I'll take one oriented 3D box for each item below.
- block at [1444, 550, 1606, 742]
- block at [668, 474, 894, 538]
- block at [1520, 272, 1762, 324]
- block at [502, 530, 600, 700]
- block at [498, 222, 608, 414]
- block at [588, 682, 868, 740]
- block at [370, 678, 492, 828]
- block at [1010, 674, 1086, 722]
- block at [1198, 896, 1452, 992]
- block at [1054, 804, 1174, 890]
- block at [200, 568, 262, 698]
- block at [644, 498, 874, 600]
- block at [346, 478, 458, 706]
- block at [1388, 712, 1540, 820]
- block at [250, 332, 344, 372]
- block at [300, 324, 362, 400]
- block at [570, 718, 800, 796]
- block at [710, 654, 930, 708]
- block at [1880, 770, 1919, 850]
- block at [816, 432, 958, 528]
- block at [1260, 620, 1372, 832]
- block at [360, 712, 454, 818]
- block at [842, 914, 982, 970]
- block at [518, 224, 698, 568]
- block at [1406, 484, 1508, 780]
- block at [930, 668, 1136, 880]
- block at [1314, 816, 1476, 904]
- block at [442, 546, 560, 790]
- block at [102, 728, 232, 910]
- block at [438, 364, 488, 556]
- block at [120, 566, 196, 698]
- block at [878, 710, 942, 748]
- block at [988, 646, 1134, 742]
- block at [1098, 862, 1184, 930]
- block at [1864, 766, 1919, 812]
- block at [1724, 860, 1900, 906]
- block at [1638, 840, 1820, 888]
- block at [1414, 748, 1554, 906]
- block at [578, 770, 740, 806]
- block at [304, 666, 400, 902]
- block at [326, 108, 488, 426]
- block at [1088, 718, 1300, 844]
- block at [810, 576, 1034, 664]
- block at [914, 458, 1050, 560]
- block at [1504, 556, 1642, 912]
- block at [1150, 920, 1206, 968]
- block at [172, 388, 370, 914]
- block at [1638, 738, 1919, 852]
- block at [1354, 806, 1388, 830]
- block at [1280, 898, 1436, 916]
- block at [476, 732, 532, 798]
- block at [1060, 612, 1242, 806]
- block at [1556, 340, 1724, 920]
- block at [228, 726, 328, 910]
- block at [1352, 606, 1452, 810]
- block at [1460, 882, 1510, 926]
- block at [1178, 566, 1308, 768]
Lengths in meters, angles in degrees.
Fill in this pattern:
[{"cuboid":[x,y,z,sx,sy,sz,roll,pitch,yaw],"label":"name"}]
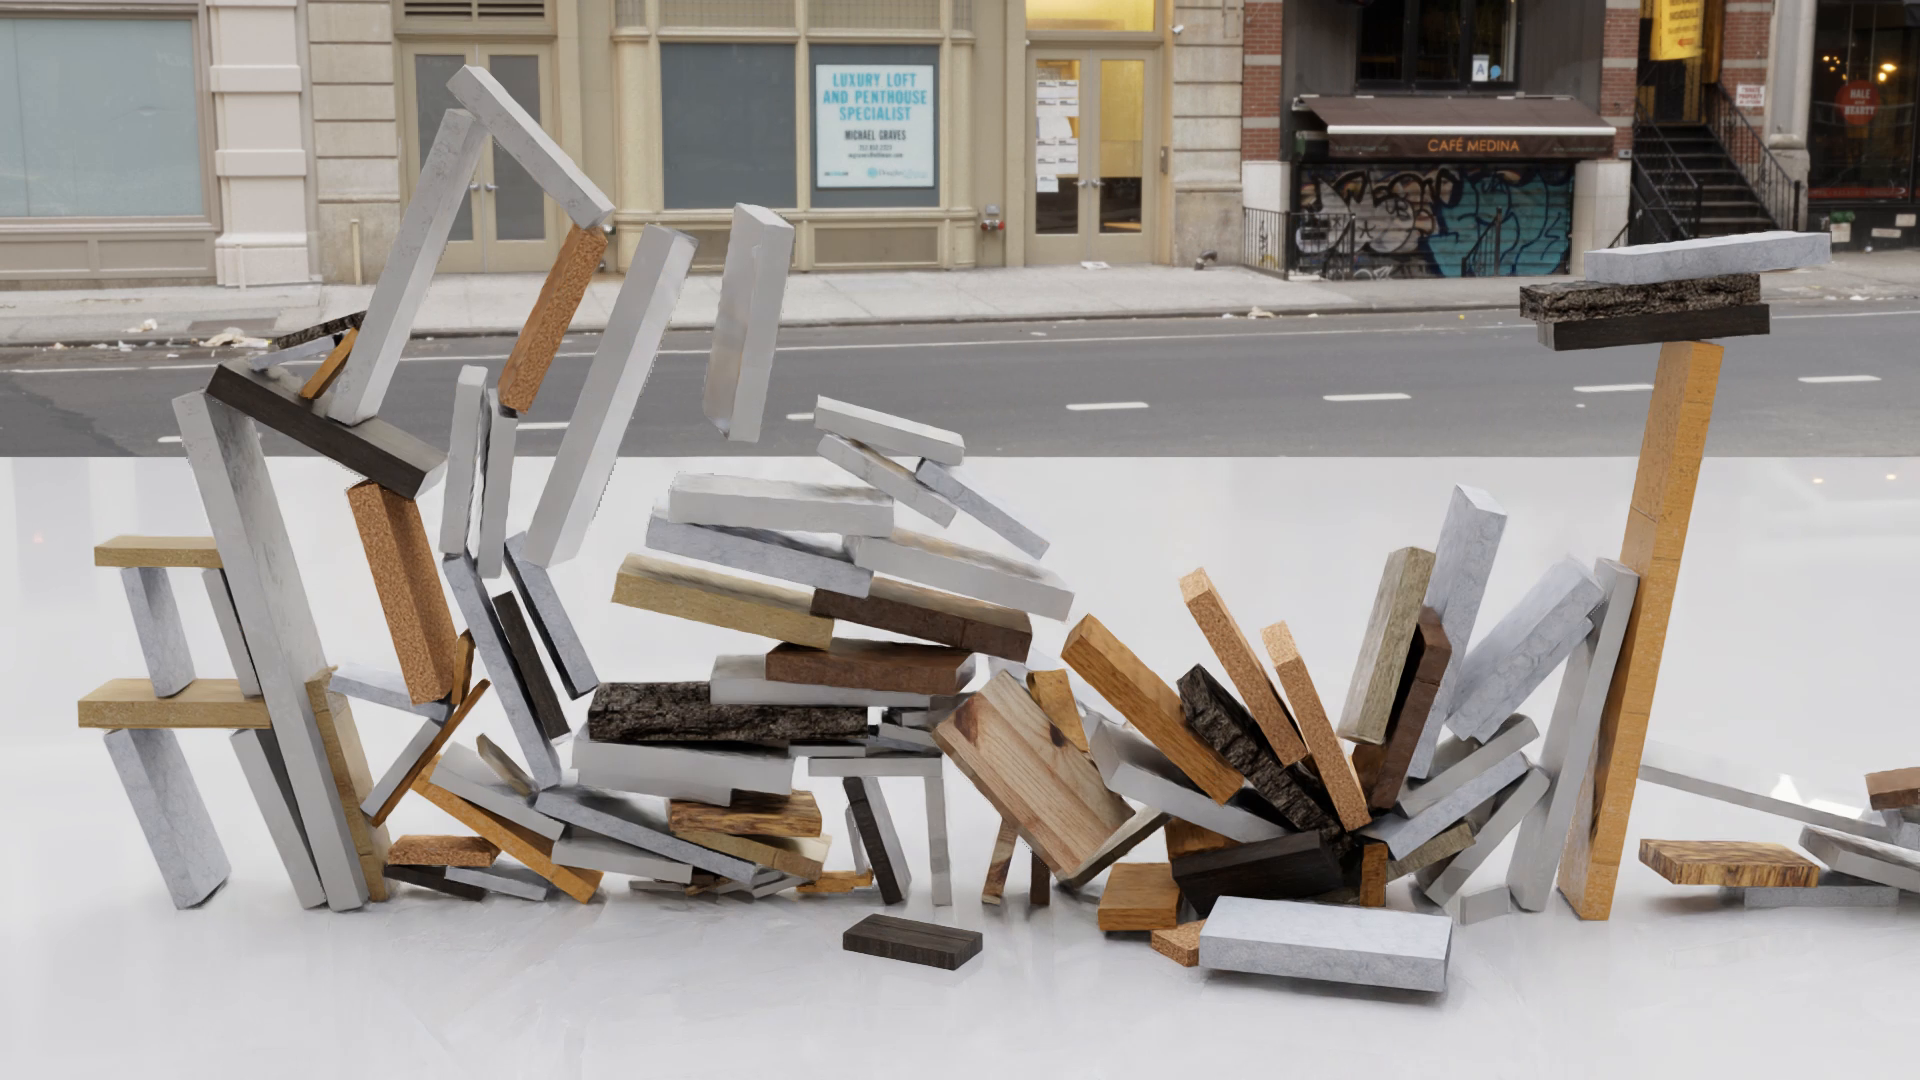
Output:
[{"cuboid":[0.903,0.170,3.566,0.046,0.325,0.162,39,15,-5],"label":"block"},{"cuboid":[-0.281,-0.056,3.515,0.349,0.049,0.175,4,10,-3],"label":"block"},{"cuboid":[1.069,-0.386,3.470,0.331,0.047,0.166,-5,10,2],"label":"block"},{"cuboid":[-0.677,0.127,3.625,0.039,0.277,0.139,-26,-2,-17],"label":"block"},{"cuboid":[-0.651,-0.360,3.506,0.043,0.302,0.151,24,10,-19],"label":"block"},{"cuboid":[-0.377,0.279,3.614,0.446,0.050,0.177,0,11,-4],"label":"block"},{"cuboid":[-0.874,0.351,3.628,0.016,0.298,0.057,38,8,-6],"label":"block"},{"cuboid":[0.132,0.288,3.691,0.143,0.072,0.020,26,27,-9],"label":"block"},{"cuboid":[0.551,0.604,3.304,0.356,0.050,0.178,3,11,16],"label":"block"},{"cuboid":[0.287,0.499,3.729,0.283,0.020,0.072,-33,12,-20],"label":"block"},{"cuboid":[-1.170,0.140,3.585,0.030,0.214,0.107,-15,10,3],"label":"block"},{"cuboid":[-0.325,0.012,3.554,0.359,0.051,0.180,14,9,-9],"label":"block"},{"cuboid":[-0.894,0.071,3.570,0.051,0.359,0.180,-14,10,2],"label":"block"},{"cuboid":[0.812,0.366,3.617,0.260,0.037,0.130,-31,8,-8],"label":"block"},{"cuboid":[-1.054,-0.300,3.503,0.138,0.020,0.069,-15,9,2],"label":"block"},{"cuboid":[-0.994,-0.284,3.508,0.020,0.138,0.069,41,8,-6],"label":"block"},{"cuboid":[-0.445,0.348,3.612,0.355,0.050,0.177,7,11,-1],"label":"block"},{"cuboid":[-0.227,0.231,3.618,0.355,0.044,0.155,1,11,-2],"label":"block"},{"cuboid":[1.740,0.474,3.561,0.463,0.047,0.166,10,25,5],"label":"block"},{"cuboid":[-0.116,-0.103,3.538,0.242,0.034,0.121,30,9,-4],"label":"block"},{"cuboid":[0.566,0.295,3.506,0.044,0.311,0.156,-23,18,6],"label":"block"},{"cuboid":[-0.910,0.363,3.625,0.027,0.193,0.096,38,9,-6],"label":"block"},{"cuboid":[-0.073,0.623,3.415,0.194,0.028,0.097,5,12,26],"label":"block"},{"cuboid":[-0.560,-0.231,3.517,0.049,0.562,0.175,23,7,3],"label":"block"},{"cuboid":[0.783,0.147,3.581,0.050,0.452,0.178,14,14,-1],"label":"block"},{"cuboid":[0.116,0.372,3.493,0.155,0.311,0.044,-40,-7,-24],"label":"block"},{"cuboid":[0.705,0.519,3.632,0.274,0.039,0.137,-25,9,6],"label":"block"},{"cuboid":[-0.747,0.206,3.592,0.035,0.404,0.125,-22,14,-6],"label":"block"},{"cuboid":[-1.309,0.439,3.641,0.044,0.310,0.155,-19,10,3],"label":"block"},{"cuboid":[-0.796,-0.130,3.526,0.039,0.277,0.139,7,15,-10],"label":"block"},{"cuboid":[-1.306,0.139,3.585,0.030,0.214,0.107,-12,10,2],"label":"block"},{"cuboid":[-0.051,0.315,3.598,0.165,0.023,0.081,12,10,-5],"label":"block"},{"cuboid":[0.186,0.288,4.083,0.297,0.148,0.042,31,64,20],"label":"block"},{"cuboid":[0.297,0.573,3.546,0.121,0.034,0.242,-3,8,10],"label":"block"},{"cuboid":[1.556,0.388,3.511,0.199,0.028,0.099,-12,9,21],"label":"block"},{"cuboid":[1.412,0.572,3.665,0.252,0.036,0.126,0,11,0],"label":"block"},{"cuboid":[1.267,0.533,3.628,0.252,0.036,0.126,3,10,-10],"label":"block"},{"cuboid":[0.862,0.473,3.647,0.039,0.274,0.137,39,9,-5],"label":"block"},{"cuboid":[-0.489,0.385,3.615,0.250,0.035,0.125,8,11,3],"label":"block"},{"cuboid":[-1.001,0.403,3.638,0.027,0.384,0.096,-14,10,3],"label":"block"},{"cuboid":[-0.872,-0.433,3.488,0.043,0.518,0.151,24,10,-4],"label":"block"},{"cuboid":[0.383,0.405,3.548,0.344,0.049,0.172,23,14,-14],"label":"block"},{"cuboid":[-0.064,0.120,3.637,0.359,0.051,0.180,14,9,-3],"label":"block"},{"cuboid":[0.037,-0.059,3.581,0.242,0.034,0.121,34,10,-6],"label":"block"},{"cuboid":[0.997,0.317,3.590,0.037,0.572,0.130,13,11,-1],"label":"block"},{"cuboid":[0.406,0.621,3.429,0.194,0.028,0.097,-6,12,-29],"label":"block"},{"cuboid":[-1.100,0.172,3.588,0.051,0.865,0.180,-14,10,3],"label":"block"},{"cuboid":[1.524,0.464,3.622,0.891,0.028,0.099,14,24,1],"label":"block"},{"cuboid":[0.652,0.461,3.622,0.098,0.014,0.049,-22,4,-22],"label":"block"},{"cuboid":[0.624,0.595,3.455,0.242,0.034,0.121,4,-5,20],"label":"block"},{"cuboid":[-0.746,0.369,3.599,0.016,0.113,0.057,-39,29,1],"label":"block"},{"cuboid":[0.309,0.267,3.504,0.344,0.049,0.172,43,12,-2],"label":"block"},{"cuboid":[1.088,0.141,3.537,0.046,0.934,0.162,8,11,0],"label":"block"},{"cuboid":[-1.104,0.440,3.641,0.044,0.310,0.155,-20,10,4],"label":"block"},{"cuboid":[0.707,0.266,3.531,0.042,0.297,0.149,12,24,-6],"label":"block"},{"cuboid":[0.846,0.587,3.548,0.098,0.049,0.014,-7,13,-34],"label":"block"},{"cuboid":[0.451,0.200,3.503,0.044,0.311,0.156,-30,10,8],"label":"block"}]
